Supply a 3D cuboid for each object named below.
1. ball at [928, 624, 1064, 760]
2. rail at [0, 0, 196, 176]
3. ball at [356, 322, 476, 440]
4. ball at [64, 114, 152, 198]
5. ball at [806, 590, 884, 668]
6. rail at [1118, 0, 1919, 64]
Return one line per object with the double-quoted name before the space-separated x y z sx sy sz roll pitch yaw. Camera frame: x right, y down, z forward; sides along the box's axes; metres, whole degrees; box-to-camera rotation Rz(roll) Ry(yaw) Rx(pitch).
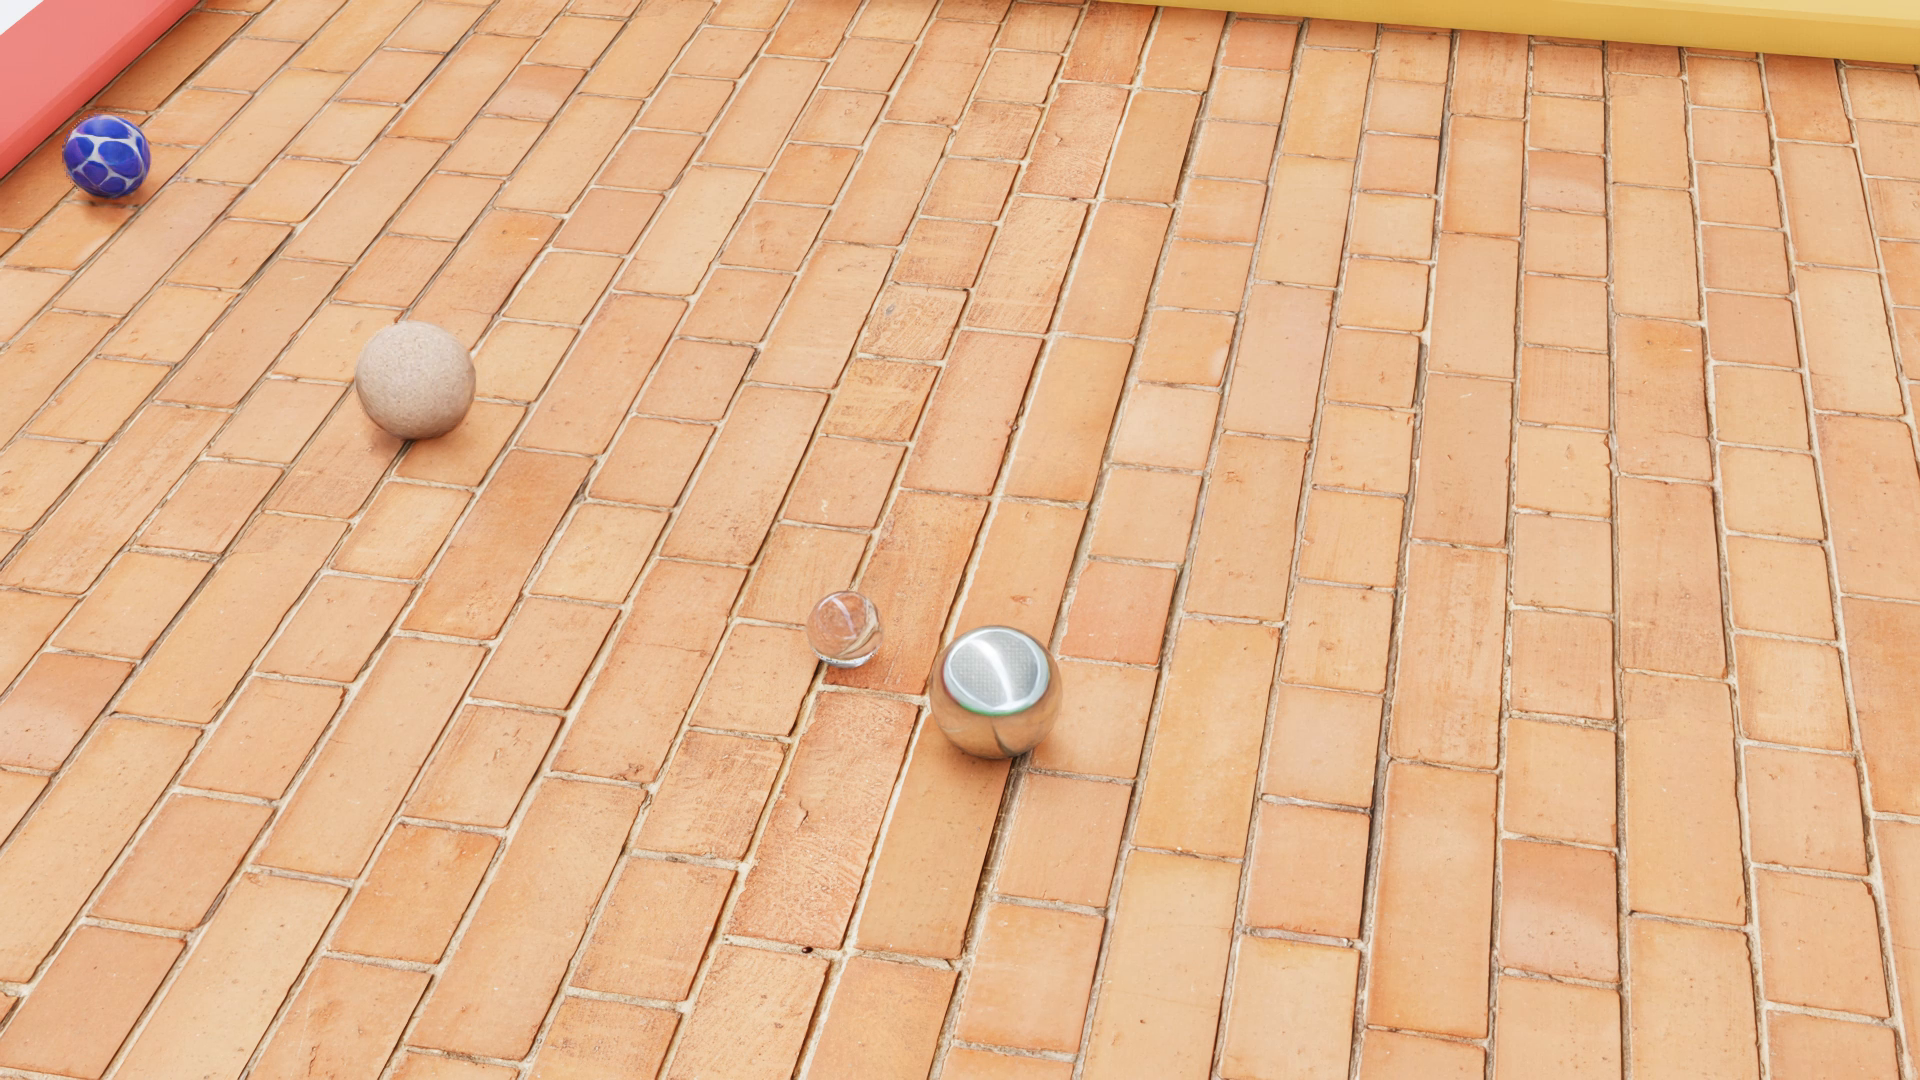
"ball" 0.024 0.099 1.676 0.088 0.088 0.088 0 35 0
"rail" -0.959 -0.127 1.973 0.045 0.119 2.145 6 35 9
"ball" -0.423 -0.124 1.995 0.092 0.092 0.092 0 35 0
"ball" -0.775 -0.349 2.334 0.076 0.076 0.076 0 35 0
"ball" -0.079 0.061 1.761 0.054 0.054 0.054 0 35 0
"rail" 1.187 -0.492 2.501 4.006 0.119 0.045 6 35 9
